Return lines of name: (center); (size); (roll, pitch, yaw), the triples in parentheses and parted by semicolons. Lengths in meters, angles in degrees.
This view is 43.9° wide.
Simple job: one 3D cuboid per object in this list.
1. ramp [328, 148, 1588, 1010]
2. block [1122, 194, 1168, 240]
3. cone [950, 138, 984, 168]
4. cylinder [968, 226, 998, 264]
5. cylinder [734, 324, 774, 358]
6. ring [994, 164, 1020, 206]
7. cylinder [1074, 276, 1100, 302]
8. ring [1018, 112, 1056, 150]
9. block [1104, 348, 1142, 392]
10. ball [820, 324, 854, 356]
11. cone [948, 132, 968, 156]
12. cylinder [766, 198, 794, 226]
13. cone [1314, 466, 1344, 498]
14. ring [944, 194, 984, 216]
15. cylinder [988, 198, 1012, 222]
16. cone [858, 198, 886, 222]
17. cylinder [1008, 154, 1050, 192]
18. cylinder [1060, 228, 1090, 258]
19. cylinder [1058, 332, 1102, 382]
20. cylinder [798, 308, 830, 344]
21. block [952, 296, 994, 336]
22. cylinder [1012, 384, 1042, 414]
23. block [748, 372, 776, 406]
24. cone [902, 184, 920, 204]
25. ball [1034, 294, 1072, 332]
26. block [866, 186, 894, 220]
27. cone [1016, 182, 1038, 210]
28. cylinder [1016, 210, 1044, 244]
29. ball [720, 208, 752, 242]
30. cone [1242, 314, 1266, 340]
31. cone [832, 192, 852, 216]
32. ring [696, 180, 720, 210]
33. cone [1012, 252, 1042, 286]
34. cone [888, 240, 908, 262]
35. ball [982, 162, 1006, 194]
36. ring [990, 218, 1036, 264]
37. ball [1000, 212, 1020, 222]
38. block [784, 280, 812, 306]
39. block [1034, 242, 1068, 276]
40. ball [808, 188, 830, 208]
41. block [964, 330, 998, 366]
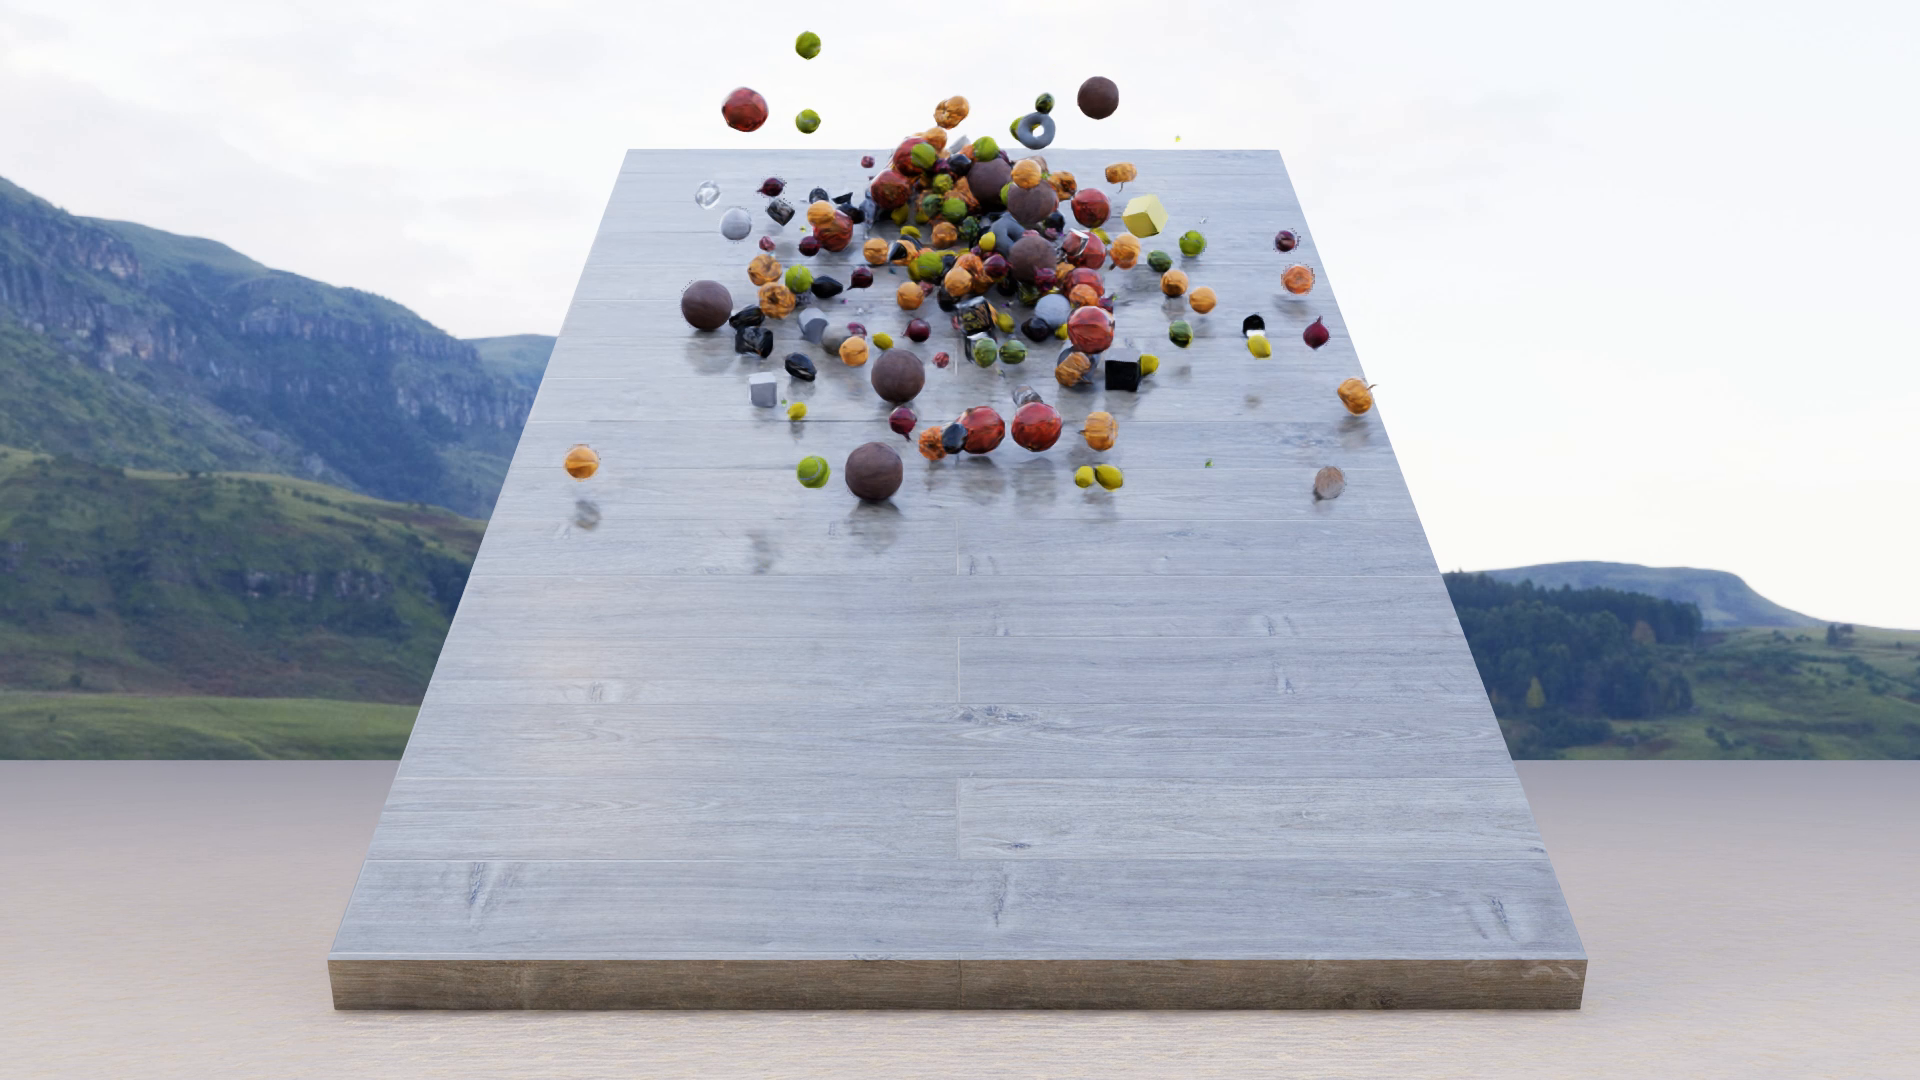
ramp: (-0.011, -0.223, 5.572); (2.000, 0.100, 4.000); (0, 28, 0)
block: (0.506, -0.884, 6.519); (0.081, 0.081, 0.081); (-9, -52, 37)
cone: (0.035, -1.146, 7.164); (0.092, 0.092, 0.092); (37, 4, 13)
cylinder: (0.069, -0.802, 6.478); (0.078, 0.078, 0.078); (-1, 27, 15)
cylinder: (-0.508, -0.490, 5.877); (0.072, 0.072, 0.072); (12, -1, 19)
ring: (0.136, -1.014, 6.832); (0.043, 0.128, 0.128); (-5, -3, -22)
cylinder: (0.331, -0.656, 6.228); (0.056, 0.056, 0.056); (-2, 26, 21)
ring: (0.218, -1.164, 6.778); (0.113, 0.113, 0.038); (-1, -12, 10)
block: (0.393, -0.410, 5.739); (0.077, 0.077, 0.077); (6, 28, 11)
ball: (-0.305, -0.495, 5.890); (0.082, 0.082, 0.082); (0, -5, 0)
cone: (0.005, -1.183, 7.090); (0.065, 0.065, 0.065); (22, 15, -6)
cylinder: (-0.500, -0.914, 6.641); (0.057, 0.057, 0.057); (38, 1, 10)
cone: (0.797, -0.125, 5.248); (0.072, 0.072, 0.072); (2, -2, -20)
ring: (0.012, -0.960, 6.821); (0.116, 0.039, 0.116); (1, 27, -1)
cylinder: (0.115, -0.923, 6.700); (0.053, 0.053, 0.053); (19, -22, 8)
cone: (-0.247, -0.910, 6.702); (0.075, 0.075, 0.075); (0, 39, -4)
cylinder: (0.198, -1.073, 6.973); (0.092, 0.092, 0.092); (-17, 3, -25)
cylinder: (0.297, -0.766, 6.156); (0.057, 0.057, 0.057); (25, 18, -9)
cylinder: (0.290, -0.444, 5.784); (0.094, 0.094, 0.094); (-1, 27, 14)
cylinder: (-0.366, -0.539, 5.986); (0.070, 0.070, 0.070); (2, 26, -19)
block: (0.033, -0.547, 5.820); (0.071, 0.071, 0.071); (-20, 19, -9)
cylinder: (0.159, -0.332, 5.614); (0.053, 0.053, 0.053); (3, 24, -27)
block: (-0.468, -0.357, 5.652); (0.059, 0.059, 0.059); (-5, 28, -10)
cone: (-0.153, -0.975, 6.807); (0.057, 0.057, 0.057); (3, -29, -28)
ball: (0.236, -0.574, 6.025); (0.096, 0.096, 0.096); (0, -5, 0)
block: (-0.228, -0.955, 6.772); (0.073, 0.073, 0.073); (-2, 28, -5)
cone: (0.196, -0.995, 6.834); (0.071, 0.071, 0.071); (10, 35, -7)
cylinder: (0.190, -0.859, 6.565); (0.076, 0.076, 0.076); (-1, 28, 6)
ball: (-0.601, -0.844, 6.387); (0.087, 0.087, 0.087); (0, -5, 0)
cone: (0.727, -0.533, 6.024); (0.066, 0.066, 0.066); (2, -2, -22)
cone: (-0.324, -0.943, 6.734); (0.064, 0.064, 0.064); (-17, 10, 3)
ring: (-0.720, -0.985, 6.806); (0.028, 0.083, 0.083); (25, 12, 40)
cone: (0.194, -0.719, 6.221); (0.084, 0.084, 0.084); (31, 14, -9)
cone: (-0.176, -0.743, 6.234); (0.057, 0.057, 0.057); (-5, 37, 44)
ball: (0.114, -1.052, 6.934); (0.095, 0.095, 0.095); (0, -5, 0)
ring: (0.138, -0.783, 6.252); (0.141, 0.141, 0.047); (5, -36, -44)
ball: (0.143, -0.881, 6.636); (0.070, 0.070, 0.070); (0, -5, 0)
block: (-0.420, -0.640, 6.180); (0.058, 0.058, 0.058); (5, 17, 8)
block: (0.236, -0.736, 6.240); (0.057, 0.057, 0.057); (-14, -34, -33)
ball: (-0.397, -0.963, 6.709); (0.058, 0.058, 0.058); (0, -5, 0)
block: (0.052, -0.472, 5.872); (0.061, 0.061, 0.061); (-14, 31, -24)
